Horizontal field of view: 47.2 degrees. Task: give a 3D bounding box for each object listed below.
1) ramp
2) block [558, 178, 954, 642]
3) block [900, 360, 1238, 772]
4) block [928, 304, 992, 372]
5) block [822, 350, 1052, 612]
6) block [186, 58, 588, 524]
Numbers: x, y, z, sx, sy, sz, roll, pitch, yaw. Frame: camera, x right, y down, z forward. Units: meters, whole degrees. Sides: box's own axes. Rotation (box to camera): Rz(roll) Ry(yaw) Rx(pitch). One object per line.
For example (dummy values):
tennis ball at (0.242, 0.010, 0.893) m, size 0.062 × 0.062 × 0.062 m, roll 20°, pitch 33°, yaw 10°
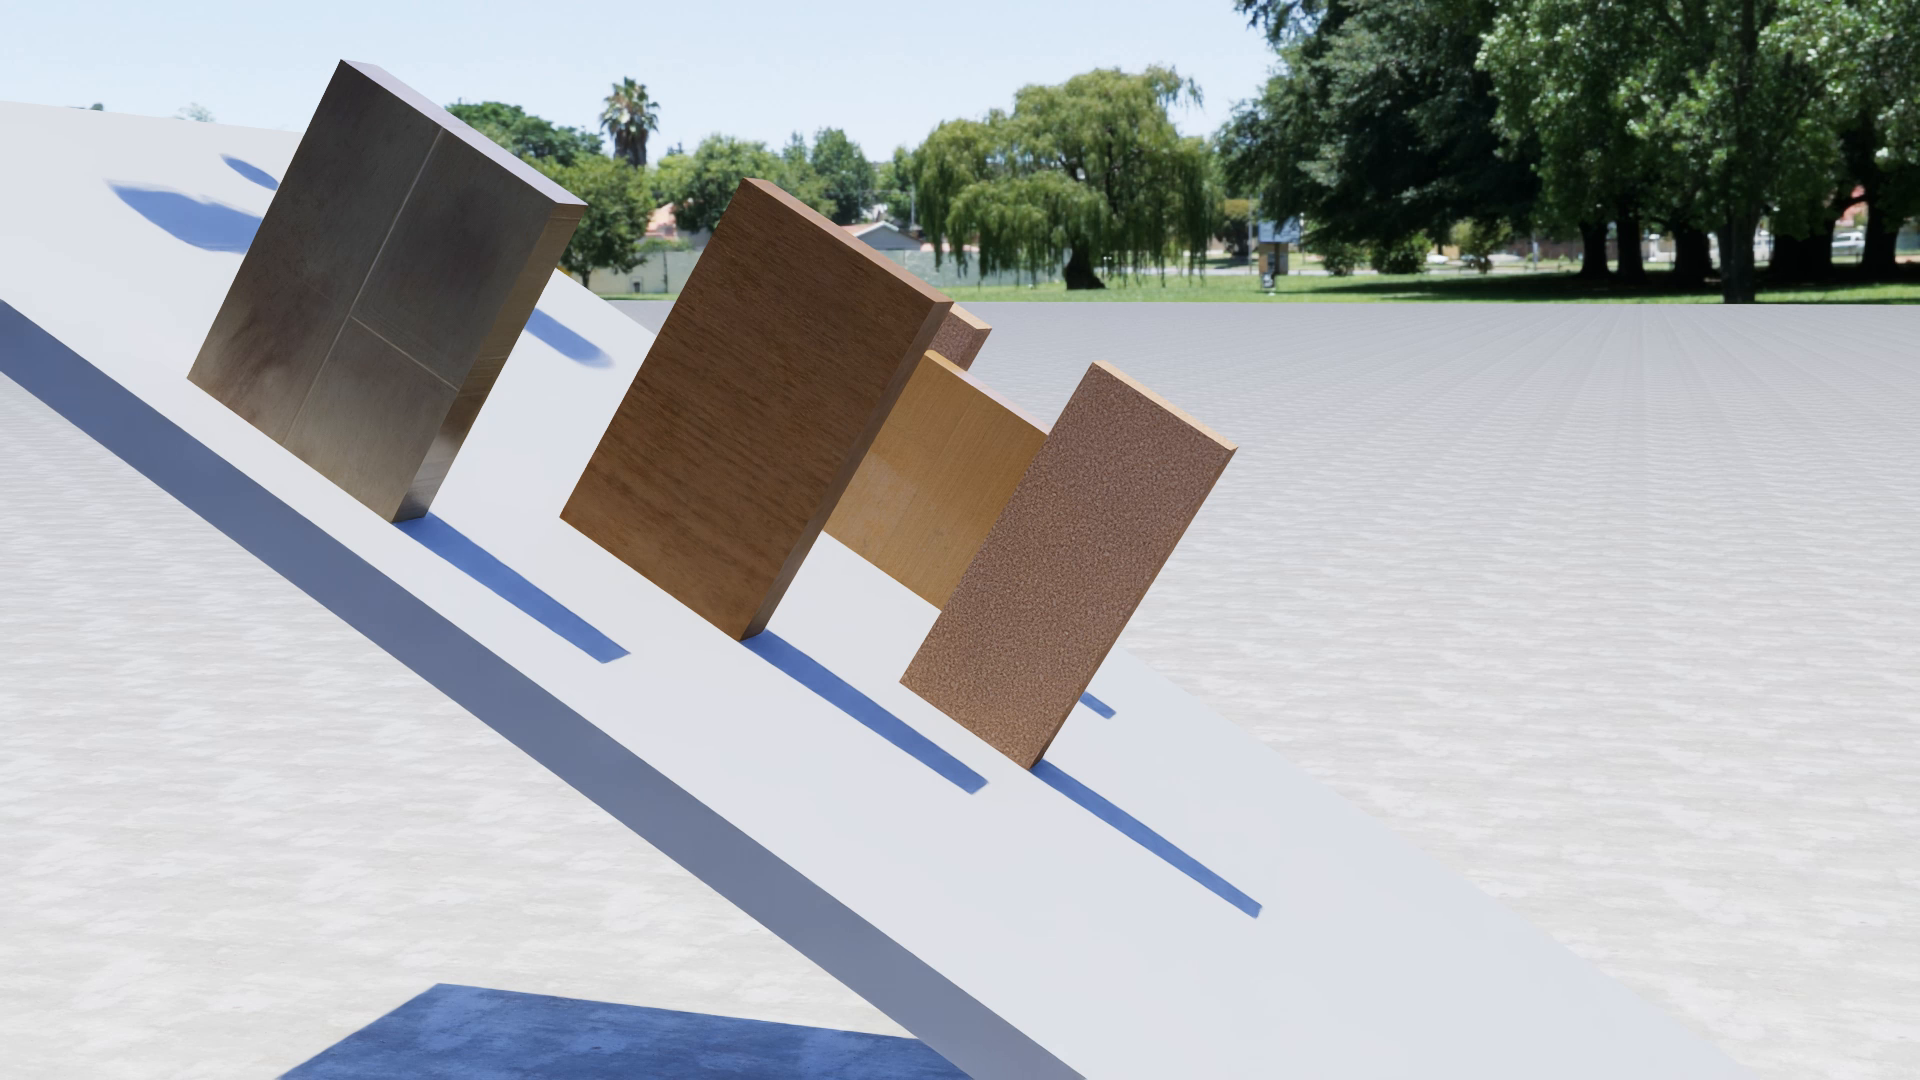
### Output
ramp at (-0.159, 0.262, 4.115) m, size 4.000 × 0.100 × 2.000 m, roll 34°, pitch 15°, yaw 11°
block at (-0.355, -0.221, 3.767) m, size 0.394 × 0.681 × 0.108 m, roll 34°, pitch 15°, yaw 11°
block at (0.189, 0.048, 3.944) m, size 0.287 × 0.689 × 0.088 m, roll 34°, pitch 15°, yaw 11°
block at (-0.176, -0.331, 4.858) m, size 0.268 × 0.487 × 0.119 m, roll 34°, pitch 15°, yaw 11°
block at (-0.004, -0.095, 4.536) m, size 0.424 × 0.432 × 0.087 m, roll 34°, pitch 15°, yaw 11°
block at (-0.901, -0.386, 3.439) m, size 0.424 × 0.576 × 0.102 m, roll 34°, pitch 15°, yaw 11°
